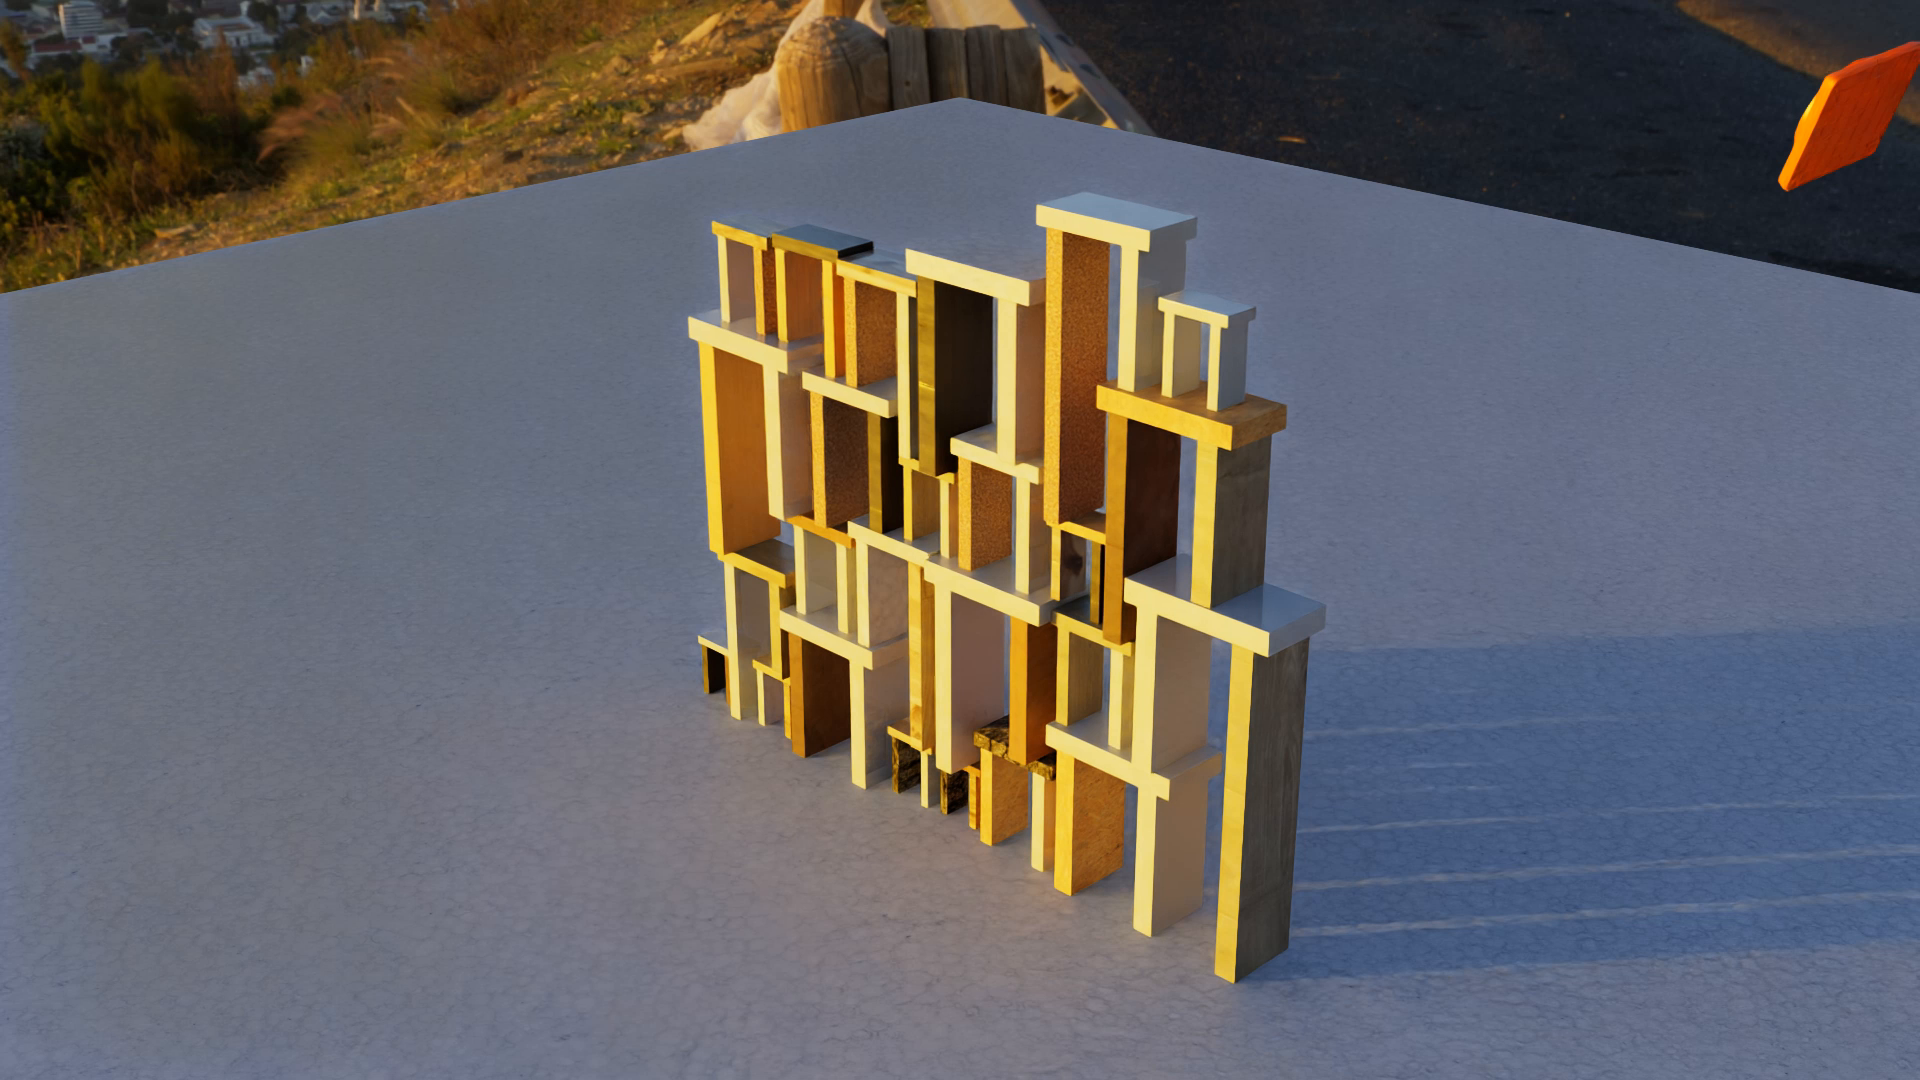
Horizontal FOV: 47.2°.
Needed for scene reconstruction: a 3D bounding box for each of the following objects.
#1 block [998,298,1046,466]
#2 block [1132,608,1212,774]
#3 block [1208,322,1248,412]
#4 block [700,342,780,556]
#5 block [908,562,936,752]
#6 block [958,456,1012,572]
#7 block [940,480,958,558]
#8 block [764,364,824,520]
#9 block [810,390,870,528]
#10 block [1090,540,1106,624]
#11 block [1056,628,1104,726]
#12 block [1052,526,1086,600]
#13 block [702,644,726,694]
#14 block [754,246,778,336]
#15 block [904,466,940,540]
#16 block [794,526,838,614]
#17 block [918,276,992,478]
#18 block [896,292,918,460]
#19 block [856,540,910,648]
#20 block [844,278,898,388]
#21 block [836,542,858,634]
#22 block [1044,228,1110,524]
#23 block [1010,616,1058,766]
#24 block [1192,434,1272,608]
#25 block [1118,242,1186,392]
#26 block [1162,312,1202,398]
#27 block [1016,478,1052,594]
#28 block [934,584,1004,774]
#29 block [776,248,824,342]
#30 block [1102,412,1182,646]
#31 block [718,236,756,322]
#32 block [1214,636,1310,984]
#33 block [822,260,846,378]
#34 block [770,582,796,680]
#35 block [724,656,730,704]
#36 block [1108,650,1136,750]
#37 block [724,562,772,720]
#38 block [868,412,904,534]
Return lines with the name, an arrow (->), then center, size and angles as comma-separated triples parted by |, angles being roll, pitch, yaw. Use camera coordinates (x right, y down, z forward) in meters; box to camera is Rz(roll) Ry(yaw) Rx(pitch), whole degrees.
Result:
block -> 0.136, -0.299, 3.943 | 0.152, 0.304, 0.043 | -22, 31, -40
block -> 0.379, 0.244, 3.912 | 0.044, 0.314, 0.157 | 21, 31, 41
block -> 0.441, -0.291, 3.619 | 0.073, 0.146, 0.021 | -21, 31, -40
block -> -0.461, -0.209, 4.630 | 0.160, 0.464, 0.045 | -21, 31, -40
block -> -0.047, 0.216, 4.358 | 0.114, 0.406, 0.032 | -21, 31, -40
block -> 0.048, -0.064, 4.144 | 0.032, 0.223, 0.112 | 21, 31, 41
block -> -0.003, -0.050, 4.198 | 0.075, 0.156, 0.021 | -22, 31, -41
block -> -0.316, -0.214, 4.457 | 0.160, 0.320, 0.045 | -20, 30, -39
block -> -0.237, -0.175, 4.408 | 0.123, 0.285, 0.035 | -21, 31, -40
block -> 0.268, 0.066, 3.961 | 0.020, 0.160, 0.072 | 21, 31, 41
block -> 0.223, 0.239, 4.078 | 0.028, 0.194, 0.097 | 21, 31, 41
block -> 0.199, 0.033, 4.019 | 0.020, 0.143, 0.072 | 21, 31, 41
block -> -0.549, 0.281, 4.946 | 0.017, 0.119, 0.059 | 21, 31, 41
block -> -0.366, -0.506, 4.391 | 0.089, 0.177, 0.025 | -20, 30, -39
block -> -0.074, -0.081, 4.262 | 0.075, 0.150, 0.021 | -21, 31, -40
block -> -0.295, 0.049, 4.567 | 0.098, 0.195, 0.028 | -21, 31, -41
block -> -0.008, -0.319, 4.089 | 0.043, 0.381, 0.152 | 21, 31, 40
block -> -0.068, -0.321, 4.165 | 0.108, 0.325, 0.030 | -21, 31, -40
block -> -0.154, 0.092, 4.423 | 0.032, 0.229, 0.114 | 21, 31, 41
block -> -0.171, -0.411, 4.236 | 0.108, 0.215, 0.030 | -21, 31, -40
block -> -0.204, 0.085, 4.482 | 0.028, 0.195, 0.098 | 21, 31, 40
block -> 0.205, -0.296, 3.871 | 0.035, 0.538, 0.124 | 20, 31, 40
block -> 0.161, 0.262, 4.154 | 0.042, 0.299, 0.149 | 21, 31, 41
block -> 0.457, -0.044, 3.703 | 0.041, 0.292, 0.146 | 21, 31, 41
block -> 0.324, -0.385, 3.708 | 0.124, 0.248, 0.035 | -21, 31, -40
block -> 0.372, -0.318, 3.682 | 0.073, 0.146, 0.021 | -21, 31, -41
block -> 0.154, -0.022, 4.047 | 0.112, 0.223, 0.032 | -22, 31, -41
block -> 0.020, 0.252, 4.303 | 0.042, 0.396, 0.149 | 21, 31, 40
block -> -0.317, -0.493, 4.349 | 0.094, 0.187, 0.027 | -20, 30, -39
block -> 0.320, -0.036, 3.858 | 0.146, 0.428, 0.041 | -21, 31, -41
block -> -0.445, -0.539, 4.471 | 0.089, 0.177, 0.025 | -21, 30, -39
block -> 0.527, 0.459, 3.842 | 0.044, 0.654, 0.157 | 21, 31, 41
block -> -0.221, -0.439, 4.281 | 0.027, 0.232, 0.094 | 21, 31, 41
block -> -0.350, 0.177, 4.676 | 0.031, 0.220, 0.110 | 21, 31, 41
block -> -0.493, 0.303, 4.895 | 0.017, 0.119, 0.059 | 21, 31, 41
block -> 0.315, 0.275, 3.994 | 0.097, 0.194, 0.028 | -21, 31, -41
block -> -0.454, 0.206, 4.801 | 0.110, 0.371, 0.031 | -21, 31, -41
block -> -0.121, -0.146, 4.293 | 0.123, 0.247, 0.035 | -21, 31, -40
